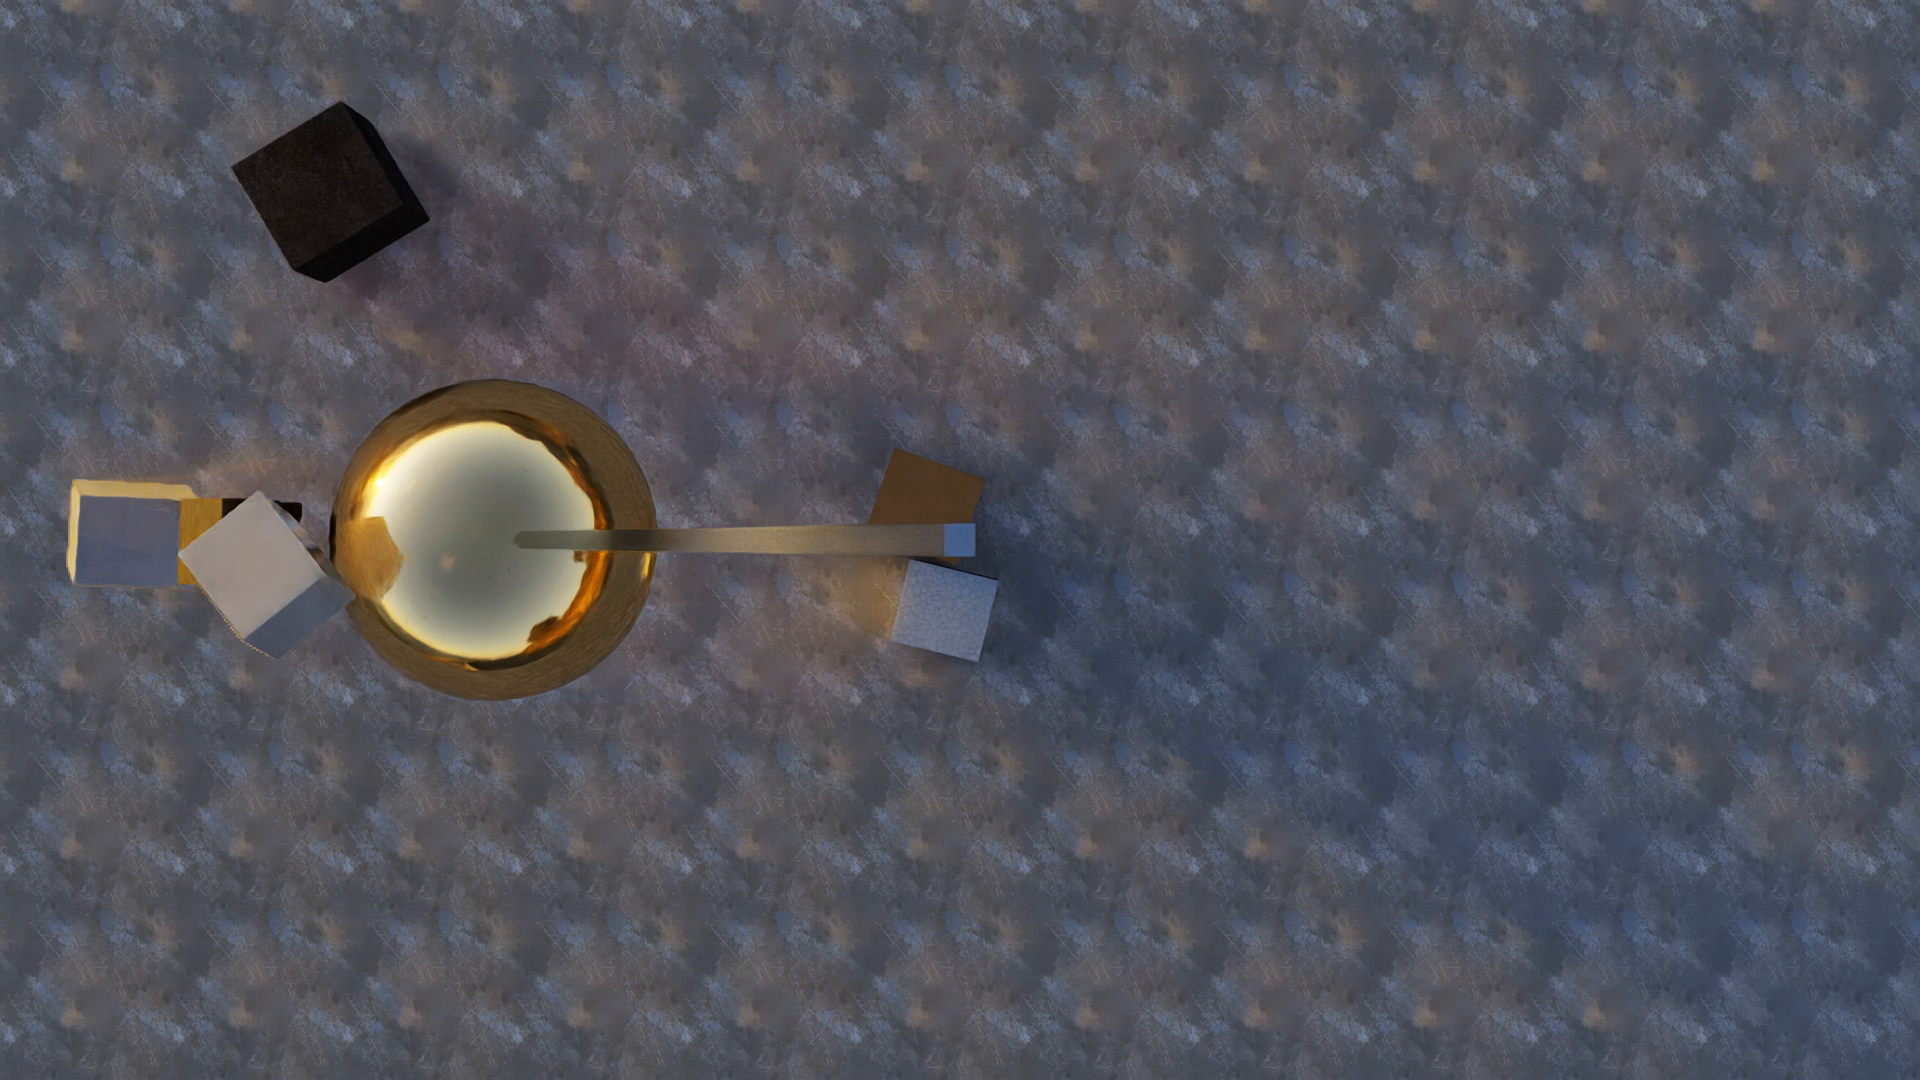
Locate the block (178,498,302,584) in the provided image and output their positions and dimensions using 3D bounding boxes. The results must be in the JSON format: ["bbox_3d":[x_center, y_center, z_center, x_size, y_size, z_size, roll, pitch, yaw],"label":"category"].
[{"bbox_3d":[-3.776,0.018,11.530,0.403,0.458,0.447,0,87,41],"label":"block"}]

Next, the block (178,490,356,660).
[{"bbox_3d":[-3.195,0.165,10.164,0.462,0.463,0.522,-40,78,-7],"label":"block"}]

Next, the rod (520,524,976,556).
[{"bbox_3d":[-0.996,0.000,7.748,0.080,5.200,0.080,0,90,-23],"label":"rod"}]

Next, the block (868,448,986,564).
[{"bbox_3d":[-0.194,-0.192,12.711,0.549,0.578,0.510,19,90,0],"label":"block"}]

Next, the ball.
[{"bbox_3d":[-2.298,0.000,10.889,1.600,1.600,1.600,0,90,0],"label":"ball"}]

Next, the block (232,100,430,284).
[{"bbox_3d":[-3.616,-1.994,12.685,0.724,0.631,0.678,-31,90,0],"label":"block"}]

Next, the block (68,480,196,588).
[{"bbox_3d":[-4.741,-0.039,12.599,0.626,0.499,0.506,3,100,-27],"label":"block"}]

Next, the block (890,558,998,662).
[{"bbox_3d":[-0.089,0.399,12.724,0.515,0.552,0.476,14,90,0],"label":"block"}]
